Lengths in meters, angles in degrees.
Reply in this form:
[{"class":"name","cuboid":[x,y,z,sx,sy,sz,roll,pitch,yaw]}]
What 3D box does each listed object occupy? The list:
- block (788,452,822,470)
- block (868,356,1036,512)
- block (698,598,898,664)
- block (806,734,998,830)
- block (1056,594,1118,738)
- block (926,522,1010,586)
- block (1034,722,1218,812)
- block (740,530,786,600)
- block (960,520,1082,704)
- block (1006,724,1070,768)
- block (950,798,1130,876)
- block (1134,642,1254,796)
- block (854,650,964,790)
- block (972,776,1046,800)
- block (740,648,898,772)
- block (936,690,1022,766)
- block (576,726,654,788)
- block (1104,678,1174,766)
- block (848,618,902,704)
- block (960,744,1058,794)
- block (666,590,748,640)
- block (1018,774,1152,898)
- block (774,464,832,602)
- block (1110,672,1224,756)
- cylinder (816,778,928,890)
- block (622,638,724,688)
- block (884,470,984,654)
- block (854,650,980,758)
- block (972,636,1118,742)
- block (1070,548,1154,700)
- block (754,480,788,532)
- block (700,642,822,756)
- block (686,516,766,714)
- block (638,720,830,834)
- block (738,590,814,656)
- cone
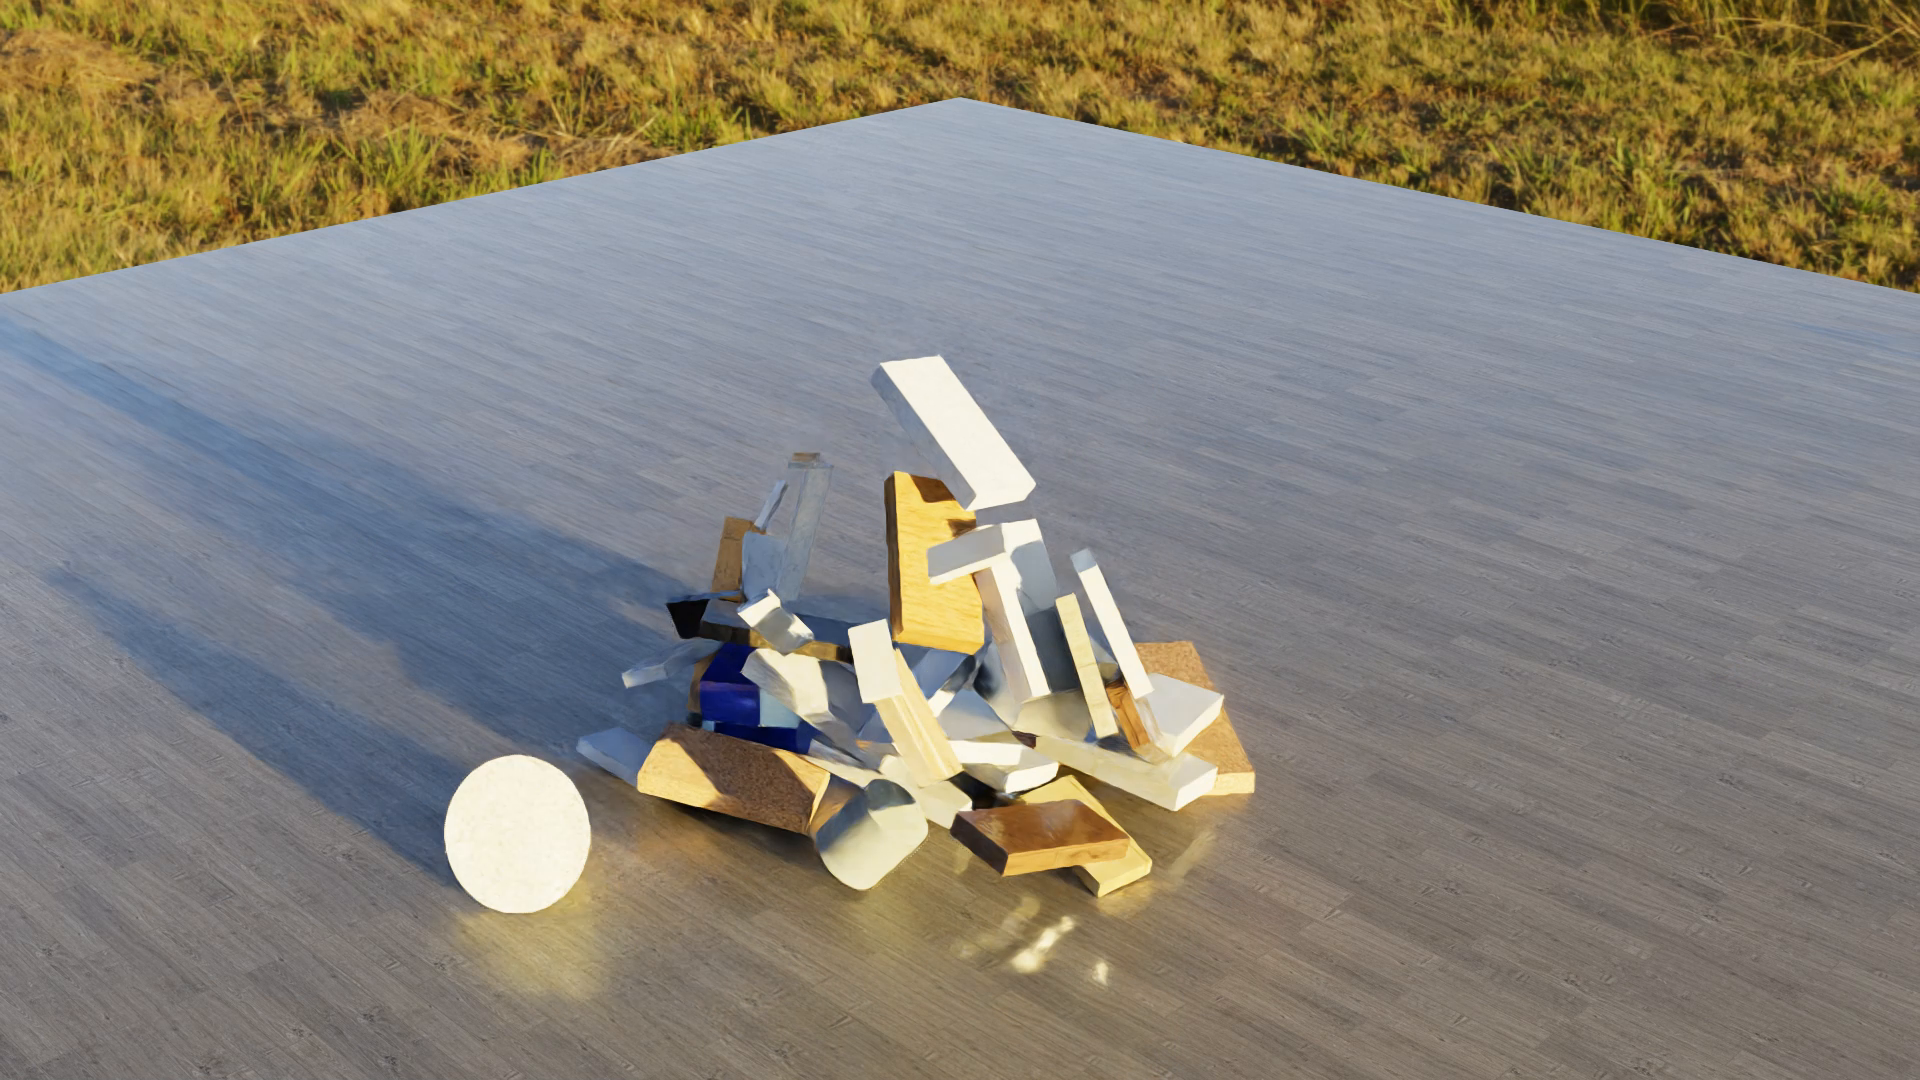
[{"class":"block","cuboid":[-0.314,-0.160,4.428,0.052,0.015,0.104,-3,12,6]},{"class":"block","cuboid":[-0.015,-0.205,4.170,0.167,0.047,0.334,-12,59,-47]},{"class":"block","cuboid":[-0.329,0.195,4.547,0.404,0.037,0.129,10,20,-1]},{"class":"block","cuboid":[-0.116,0.470,4.475,0.352,0.050,0.176,23,22,22]},{"class":"block","cuboid":[0.236,0.236,4.074,0.037,0.265,0.132,-17,-7,3]},{"class":"block","cuboid":[0.013,0.025,3.841,0.144,0.020,0.072,-19,45,13]},{"class":"block","cuboid":[0.337,0.445,4.477,0.332,0.047,0.166,21,23,29]},{"class":"block","cuboid":[-0.422,0.067,4.715,0.090,0.025,0.180,14,48,-19]},{"class":"block","cuboid":[0.124,0.132,4.136,0.047,0.334,0.167,-26,-13,41]},{"class":"block","cuboid":[0.175,0.431,4.600,0.258,0.037,0.129,6,17,-34]},{"class":"block","cuboid":[0.144,0.524,3.895,0.299,0.042,0.149,0,23,-42]},{"class":"block","cuboid":[0.487,0.381,4.803,0.166,0.047,0.627,-3,23,-6]},{"class":"block","cuboid":[-0.094,0.331,4.076,0.037,0.258,0.129,-32,-10,22]},{"class":"block","cuboid":[0.064,0.467,4.454,0.258,0.037,0.129,25,4,42]},{"class":"block","cuboid":[-0.258,0.326,4.498,0.352,0.050,0.176,34,26,14]},{"class":"block","cuboid":[0.005,0.368,4.377,0.149,0.042,0.299,5,15,-18]},{"class":"block","cuboid":[-0.685,0.459,4.596,0.224,0.032,0.112,24,24,36]},{"class":"block","cuboid":[0.349,0.355,4.268,0.037,0.132,0.333,-25,-15,7]},{"class":"block","cuboid":[-0.154,0.219,3.982,0.072,0.020,0.144,-15,63,3]},{"class":"block","cuboid":[0.034,0.418,4.390,0.299,0.042,0.149,23,19,38]},{"class":"block","cuboid":[-0.528,0.158,4.673,0.180,0.090,0.025,-6,27,26]},{"class":"block","cuboid":[0.240,0.571,4.259,0.129,0.037,0.258,-19,47,-32]},{"class":"block","cuboid":[-0.326,-0.012,4.536,0.052,0.340,0.015,-3,37,-29]},{"class":"block","cuboid":[0.424,0.364,4.620,0.166,0.047,0.332,17,17,19]},{"class":"cylinder","cuboid":[-0.167,0.558,4.174,0.151,0.151,0.151,33,30,-22]},{"class":"block","cuboid":[-0.609,0.255,4.684,0.112,0.032,0.224,-15,8,30]},{"class":"block","cuboid":[-0.050,0.041,4.115,0.167,0.047,0.334,11,58,-25]},{"class":"block","cuboid":[-0.085,0.322,4.365,0.129,0.037,0.258,1,42,51]},{"class":"block","cuboid":[0.167,0.266,4.323,0.176,0.176,0.176,12,19,-33]},{"class":"block","cuboid":[0.282,0.154,4.093,0.037,0.265,0.132,-24,14,2]},{"class":"block","cuboid":[-0.374,-0.068,4.368,0.015,0.104,0.052,27,-9,5]},{"class":"block","cuboid":[-0.419,0.353,4.667,0.205,0.205,0.205,4,23,10]},{"class":"block","cuboid":[-0.513,0.170,4.831,0.090,0.436,0.025,13,2,21]},{"class":"block","cuboid":[-0.455,0.479,4.458,0.352,0.050,0.176,13,34,7]},{"class":"block","cuboid":[-0.350,0.159,4.194,0.072,0.144,0.020,-30,38,16]},{"class":"cone","cuboid":[-0.795,0.560,4.262,0.295,0.295,0.295,6,-2,14]}]
